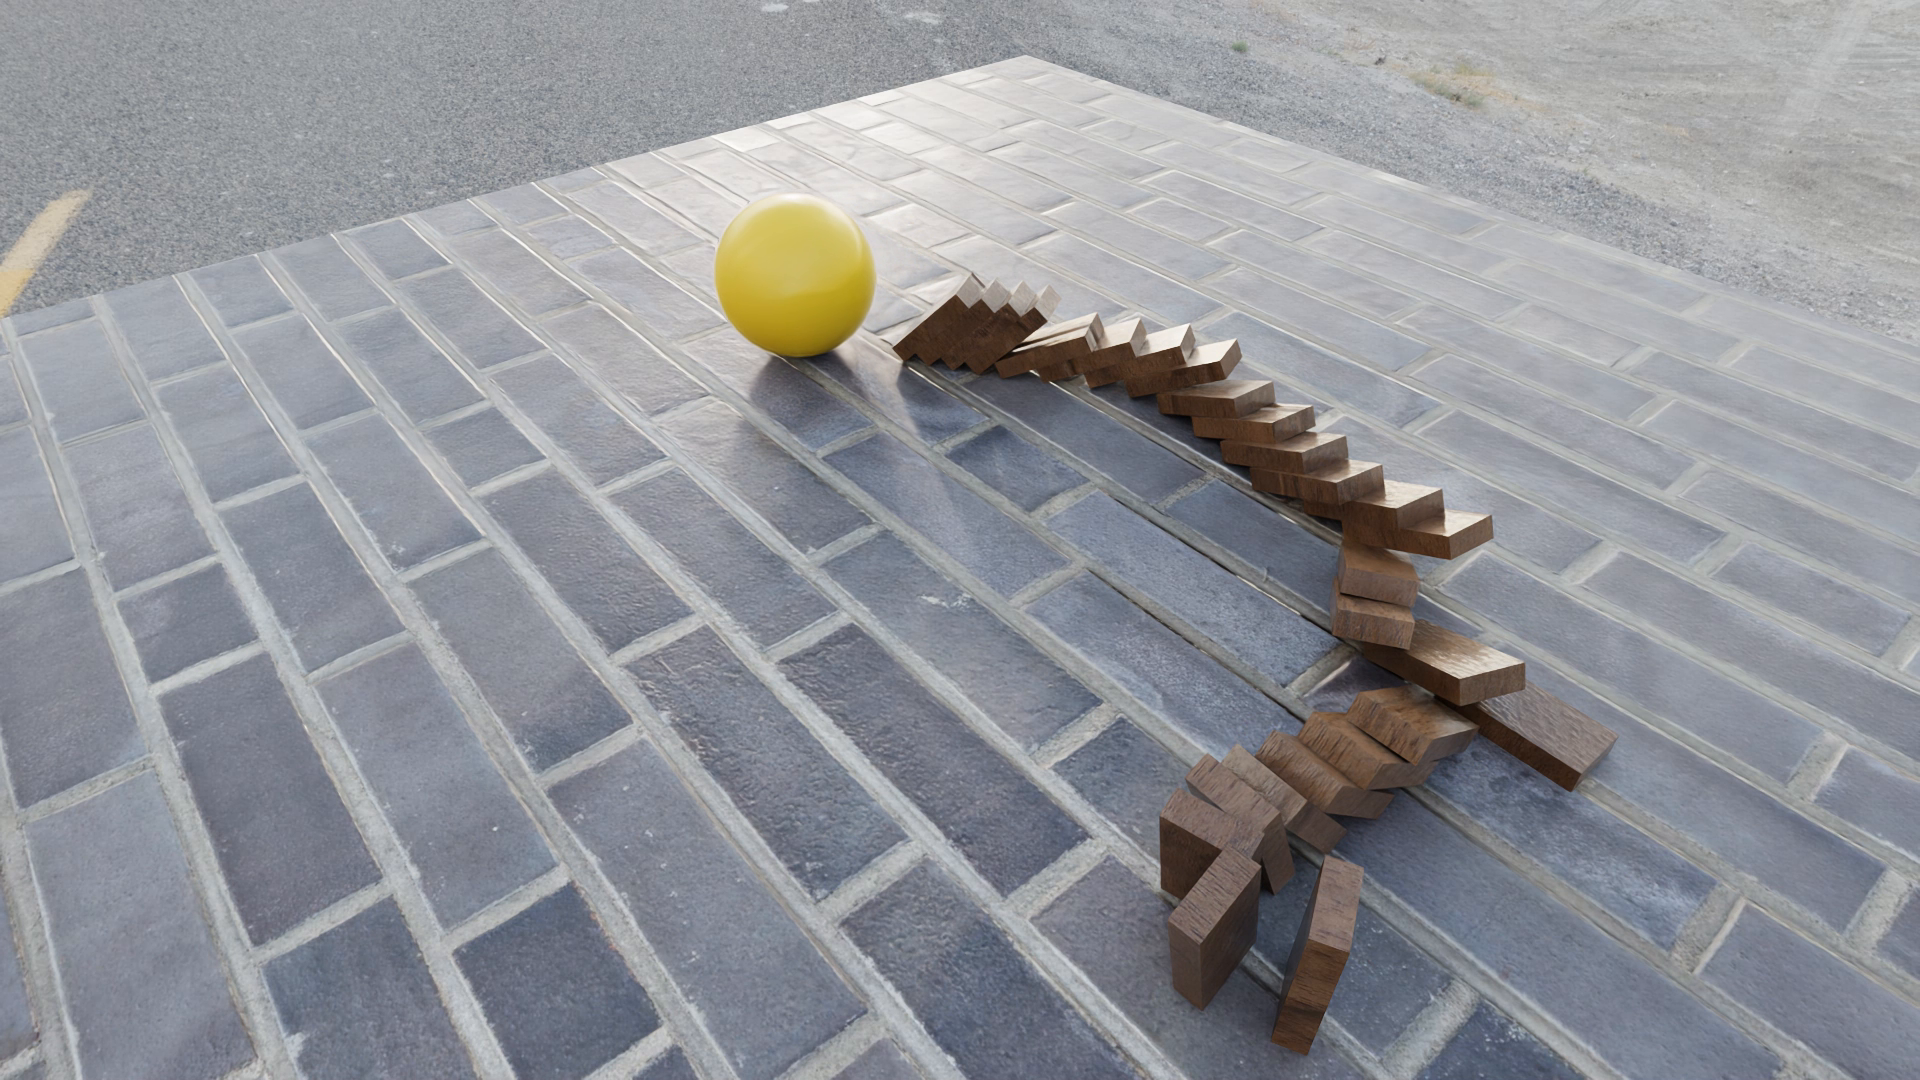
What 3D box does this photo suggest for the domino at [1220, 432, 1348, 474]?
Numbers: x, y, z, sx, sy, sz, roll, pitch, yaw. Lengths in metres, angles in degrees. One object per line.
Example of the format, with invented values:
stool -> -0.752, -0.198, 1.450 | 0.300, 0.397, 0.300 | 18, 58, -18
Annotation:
domino -> 0.139, -0.039, 0.475 | 0.025, 0.009, 0.050 | -20, 18, -23

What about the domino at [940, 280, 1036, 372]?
domino -> 0.014, -0.106, 0.547 | 0.010, 0.050, 0.025 | 45, 41, -15

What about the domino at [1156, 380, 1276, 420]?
domino -> 0.118, -0.066, 0.508 | 0.025, 0.010, 0.050 | -24, 21, -27

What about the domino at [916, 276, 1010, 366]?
domino -> 0.001, -0.109, 0.550 | 0.009, 0.050, 0.025 | 45, 41, -15

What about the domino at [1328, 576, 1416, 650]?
domino -> 0.147, 0.025, 0.395 | 0.025, 0.009, 0.050 | 10, 14, 15

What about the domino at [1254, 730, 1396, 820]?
domino -> 0.111, 0.071, 0.332 | 0.025, 0.009, 0.050 | 40, 12, 38

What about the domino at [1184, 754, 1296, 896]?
domino -> 0.080, 0.081, 0.312 | 0.009, 0.050, 0.025 | -43, 52, -10

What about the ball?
ball -> -0.082, -0.131, 0.548 | 0.080, 0.080, 0.080 | 0, 39, 0

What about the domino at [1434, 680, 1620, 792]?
domino -> 0.189, 0.060, 0.370 | 0.025, 0.009, 0.050 | -27, 47, -29

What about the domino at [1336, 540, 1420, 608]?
domino -> 0.156, 0.012, 0.412 | 0.025, 0.009, 0.050 | 12, 15, 15

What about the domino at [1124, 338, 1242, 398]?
domino -> 0.106, -0.082, 0.525 | 0.050, 0.010, 0.025 | -7, 28, 38

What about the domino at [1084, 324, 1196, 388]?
domino -> 0.087, -0.089, 0.535 | 0.050, 0.010, 0.025 | -11, 29, 31

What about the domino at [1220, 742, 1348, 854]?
domino -> 0.095, 0.076, 0.322 | 0.010, 0.050, 0.025 | -51, 52, 1

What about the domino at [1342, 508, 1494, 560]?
domino -> 0.179, -0.005, 0.433 | 0.025, 0.010, 0.050 | -21, 18, -25

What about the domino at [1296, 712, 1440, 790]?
domino -> 0.128, 0.065, 0.342 | 0.050, 0.010, 0.025 | 12, 22, -48

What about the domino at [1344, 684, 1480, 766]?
domino -> 0.146, 0.058, 0.352 | 0.025, 0.010, 0.050 | 36, 20, 36

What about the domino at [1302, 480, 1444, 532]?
domino -> 0.166, -0.016, 0.445 | 0.025, 0.010, 0.050 | -20, 18, -22

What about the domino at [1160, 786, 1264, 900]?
domino -> 0.068, 0.089, 0.302 | 0.025, 0.050, 0.010 | 25, 60, 27

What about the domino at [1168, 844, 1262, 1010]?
domino -> 0.066, 0.101, 0.284 | 0.009, 0.050, 0.025 | 32, 64, 33

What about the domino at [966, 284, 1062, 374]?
domino -> 0.026, -0.104, 0.544 | 0.009, 0.050, 0.025 | 45, 41, -15

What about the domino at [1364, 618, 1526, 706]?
domino -> 0.165, 0.041, 0.377 | 0.025, 0.010, 0.050 | -11, 15, -13

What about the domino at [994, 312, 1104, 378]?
domino -> 0.044, -0.096, 0.543 | 0.050, 0.009, 0.025 | -11, 31, 31

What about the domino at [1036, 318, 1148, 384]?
domino -> 0.065, -0.093, 0.540 | 0.050, 0.010, 0.025 | -11, 32, 31

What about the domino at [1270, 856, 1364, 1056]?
domino -> 0.091, 0.107, 0.281 | 0.009, 0.050, 0.025 | 15, 42, 18

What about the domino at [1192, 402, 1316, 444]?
domino -> 0.131, -0.053, 0.492 | 0.025, 0.009, 0.050 | -23, 20, -25

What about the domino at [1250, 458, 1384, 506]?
domino -> 0.148, -0.026, 0.459 | 0.025, 0.010, 0.050 | -20, 18, -23

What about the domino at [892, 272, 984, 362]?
domino -> -0.011, -0.112, 0.554 | 0.009, 0.050, 0.025 | 45, 41, -15
